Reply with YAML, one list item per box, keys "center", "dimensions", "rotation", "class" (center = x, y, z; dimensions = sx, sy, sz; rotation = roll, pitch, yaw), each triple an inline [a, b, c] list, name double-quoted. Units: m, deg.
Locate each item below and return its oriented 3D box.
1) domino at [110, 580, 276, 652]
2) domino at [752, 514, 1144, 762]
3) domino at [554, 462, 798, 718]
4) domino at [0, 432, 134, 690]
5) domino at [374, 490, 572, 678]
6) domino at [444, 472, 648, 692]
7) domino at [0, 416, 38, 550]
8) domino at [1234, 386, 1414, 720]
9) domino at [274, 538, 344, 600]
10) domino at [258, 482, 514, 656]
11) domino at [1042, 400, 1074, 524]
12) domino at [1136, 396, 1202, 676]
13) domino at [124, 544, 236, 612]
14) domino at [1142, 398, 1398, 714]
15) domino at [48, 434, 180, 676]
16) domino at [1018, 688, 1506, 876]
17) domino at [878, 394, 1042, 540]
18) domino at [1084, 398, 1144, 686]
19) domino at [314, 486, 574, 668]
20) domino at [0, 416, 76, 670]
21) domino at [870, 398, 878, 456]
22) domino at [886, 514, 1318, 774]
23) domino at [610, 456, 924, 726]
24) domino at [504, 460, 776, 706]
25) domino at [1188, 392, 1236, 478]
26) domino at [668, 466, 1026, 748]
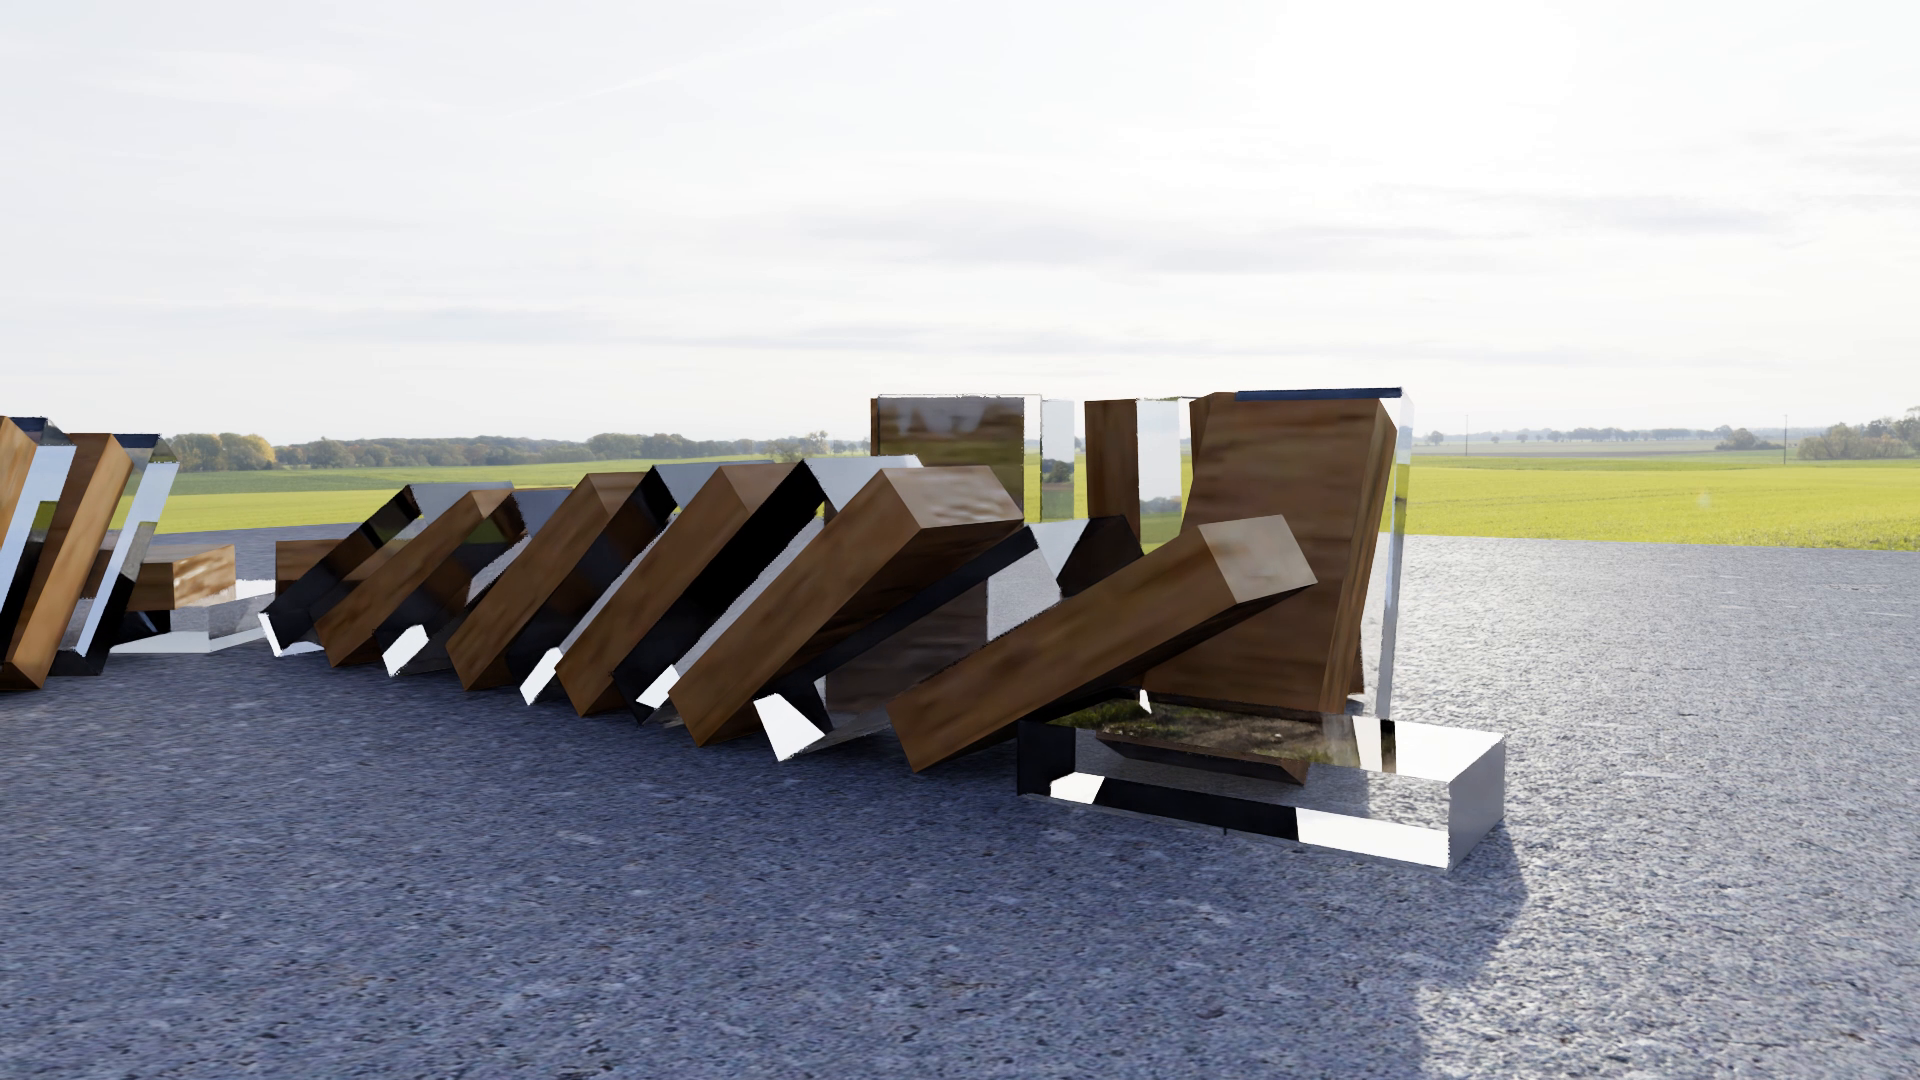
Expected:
- center: [-0.166, 0.016, 0.287]
  dimensions: [0.025, 0.009, 0.050]
  rotation: [0, 4, 0]
  class: "domino"
- center: [-0.001, 0.013, 0.171]
  dimensions: [0.050, 0.009, 0.025]
  rotation: [-33, -14, 31]
  class: "domino"
- center: [-0.039, 0.008, 0.199]
  dimensions: [0.050, 0.010, 0.025]
  rotation: [-45, -20, 30]
  class: "domino"
- center: [-0.173, 0.003, 0.232]
  dimensions: [0.025, 0.050, 0.010]
  rotation: [0, -35, -4]
  class: "domino"
- center: [-0.082, 0.008, 0.232]
  dimensions: [0.050, 0.009, 0.025]
  rotation: [-36, -16, 32]
  class: "domino"
- center: [-0.064, 0.007, 0.220]
  dimensions: [0.050, 0.009, 0.025]
  rotation: [-42, -20, 30]
  class: "domino"
- center: [-0.172, 0.003, 0.207]
  dimensions: [0.025, 0.050, 0.009]
  rotation: [-1, -28, -4]
  class: "domino"
- center: [0.053, 0.003, 0.193]
  dimensions: [0.025, 0.050, 0.009]
  rotation: [3, -10, 31]
  class: "domino"
- center: [-0.123, 0.010, 0.283]
  dimensions: [0.050, 0.010, 0.025]
  rotation: [-2, -32, -30]
  class: "domino"
- center: [-0.112, 0.006, 0.253]
  dimensions: [0.050, 0.009, 0.025]
  rotation: [-33, -11, 24]
  class: "domino"
- center: [0.009, 0.000, 0.232]
  dimensions: [0.009, 0.050, 0.025]
  rotation: [-3, 5, -35]
  class: "domino"
- center: [0.044, 0.000, 0.225]
  dimensions: [0.025, 0.050, 0.009]
  rotation: [-3, 3, -38]
  class: "domino"
- center: [-0.176, 0.008, 0.276]
  dimensions: [0.025, 0.009, 0.050]
  rotation: [-1, 4, -17]
  class: "domino"
- center: [0.043, 0.005, 0.179]
  dimensions: [0.025, 0.050, 0.010]
  rotation: [3, -22, 36]
  class: "domino"
- center: [-0.171, 0.002, 0.245]
  dimensions: [0.025, 0.050, 0.010]
  rotation: [0, -35, -5]
  class: "domino"
- center: [0.035, 0.027, 0.150]
  dimensions: [0.050, 0.009, 0.025]
  rotation: [3, 5, 35]
  class: "domino"
- center: [0.000, 0.002, 0.201]
  dimensions: [0.025, 0.050, 0.009]
  rotation: [0, 4, 0]
  class: "domino"
- center: [0.030, 0.000, 0.236]
  dimensions: [0.010, 0.050, 0.025]
  rotation: [-1, 4, 13]
  class: "domino"
- center: [-0.097, 0.007, 0.245]
  dimensions: [0.050, 0.009, 0.025]
  rotation: [-33, -11, 25]
  class: "domino"
- center: [-0.173, 0.003, 0.218]
  dimensions: [0.025, 0.050, 0.010]
  rotation: [0, -28, -4]
  class: "domino"
- center: [-0.002, 0.001, 0.216]
  dimensions: [0.025, 0.050, 0.009]
  rotation: [0, 4, 4]
  class: "domino"
- center: [0.017, 0.013, 0.162]
  dimensions: [0.050, 0.009, 0.025]
  rotation: [-33, -15, 32]
  class: "domino"
- center: [-0.027, 0.007, 0.188]
  dimensions: [0.050, 0.009, 0.025]
  rotation: [-44, -20, 28]
  class: "domino"
- center: [-0.050, 0.007, 0.208]
  dimensions: [0.050, 0.009, 0.025]
  rotation: [-45, -20, 30]
  class: "domino"
- center: [0.053, 0.001, 0.212]
  dimensions: [0.025, 0.050, 0.010]
  rotation: [-1, -4, -16]
  class: "domino"
- center: [-0.016, 0.009, 0.180]
  dimensions: [0.050, 0.009, 0.025]
  rotation: [-44, -20, 28]
  class: "domino"
